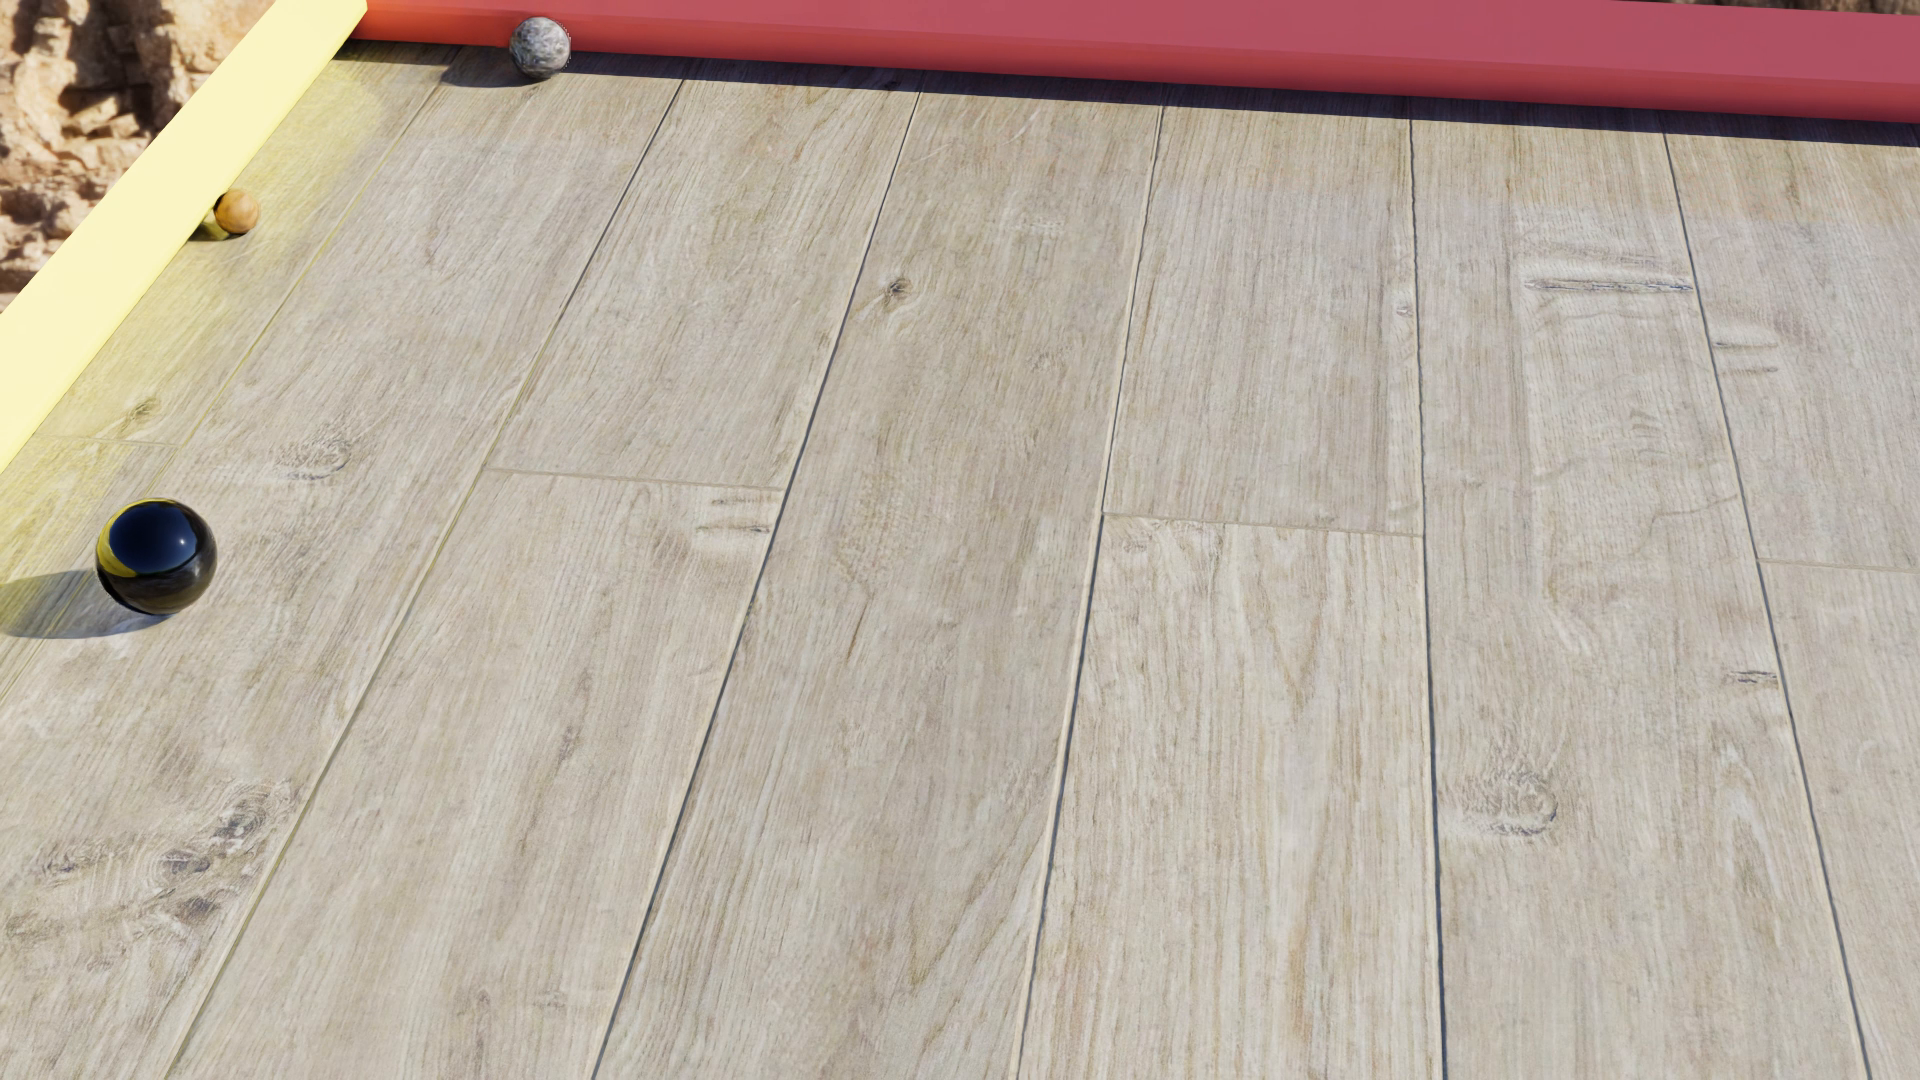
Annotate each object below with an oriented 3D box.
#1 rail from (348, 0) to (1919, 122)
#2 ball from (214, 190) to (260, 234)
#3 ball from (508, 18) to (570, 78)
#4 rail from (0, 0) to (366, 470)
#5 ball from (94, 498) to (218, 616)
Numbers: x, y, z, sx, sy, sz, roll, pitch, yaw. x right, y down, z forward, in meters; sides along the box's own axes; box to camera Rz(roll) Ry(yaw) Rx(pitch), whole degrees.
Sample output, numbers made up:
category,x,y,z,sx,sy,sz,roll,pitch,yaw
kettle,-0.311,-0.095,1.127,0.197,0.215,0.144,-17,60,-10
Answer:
category,x,y,z,sx,sy,sz,roll,pitch,yaw
rail,0.889,-0.460,2.543,3.131,0.113,0.045,4,35,6
ball,-0.672,-0.305,2.383,0.041,0.041,0.041,0,35,0
ball,-0.436,-0.511,2.662,0.062,0.062,0.062,0,35,0
rail,-0.753,-0.076,1.989,0.045,0.113,1.806,4,35,6
ball,-0.590,0.012,1.886,0.087,0.087,0.087,0,35,0
